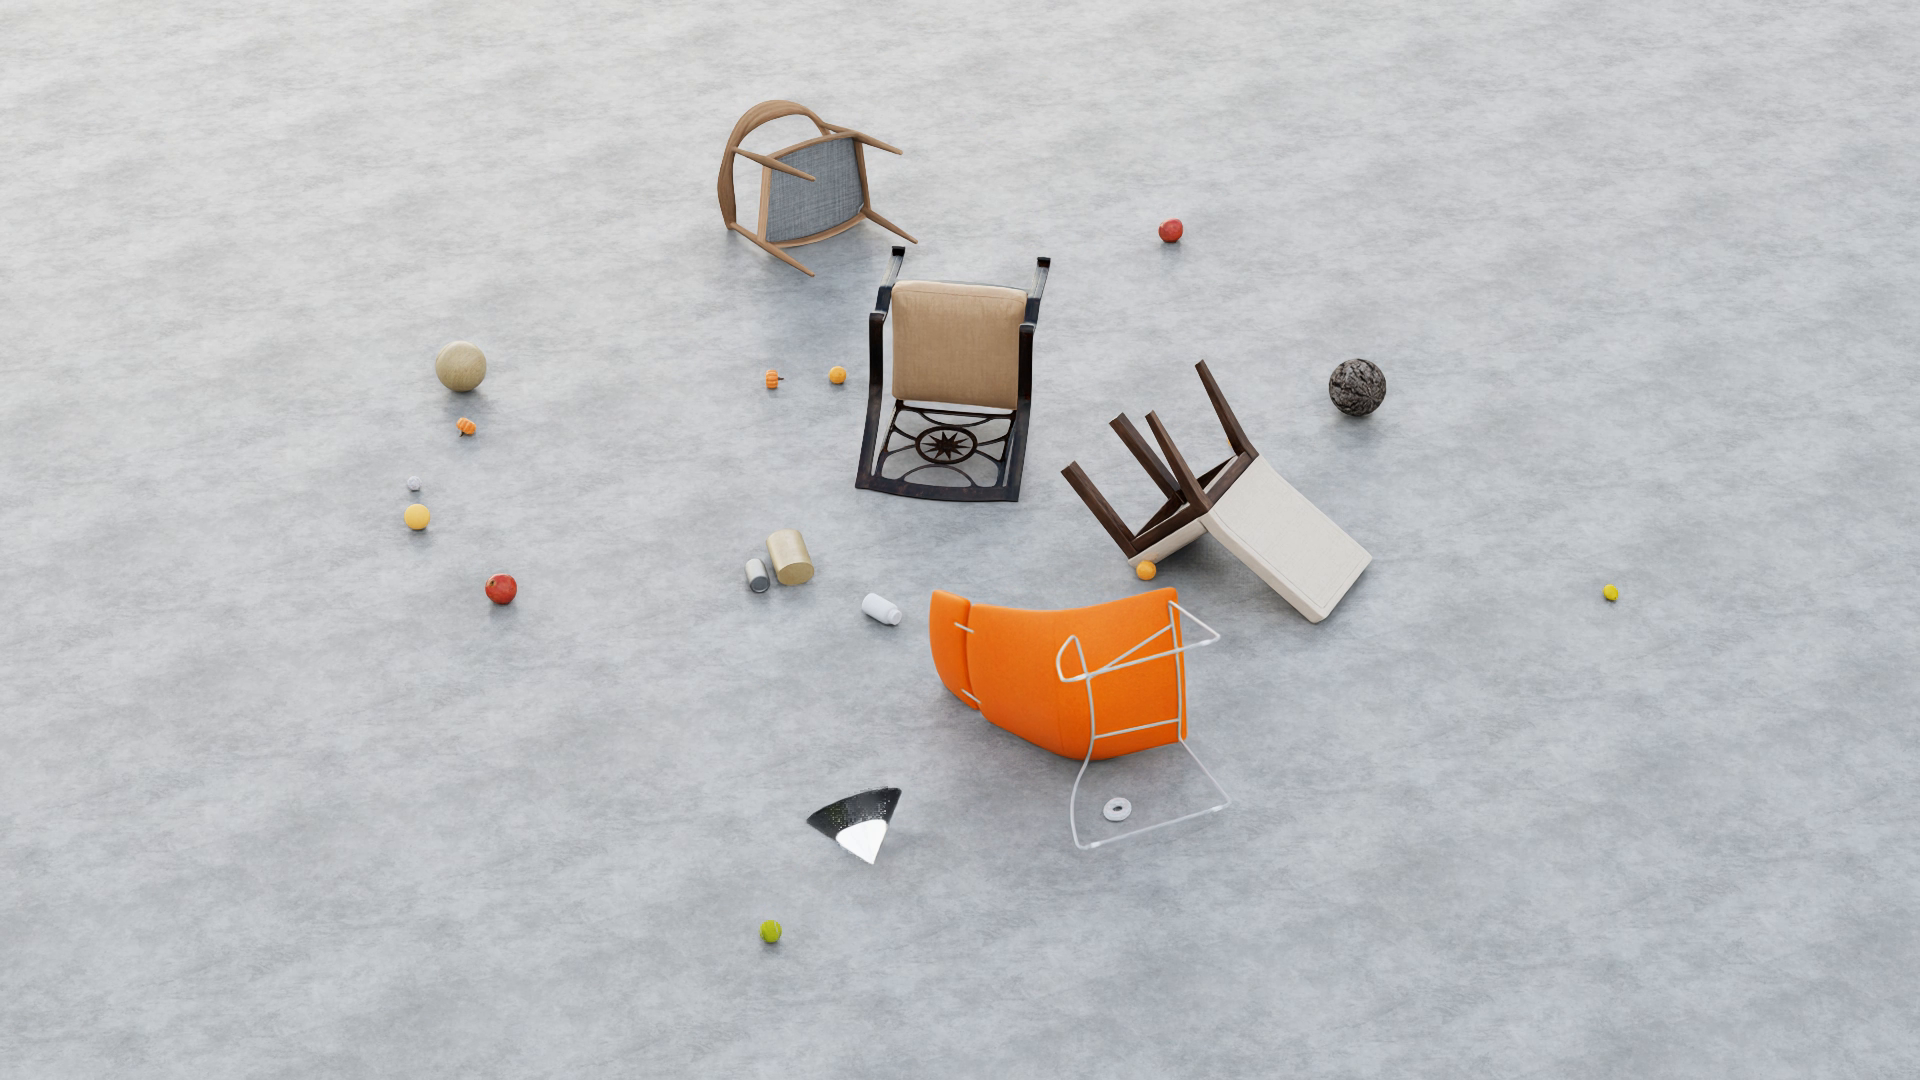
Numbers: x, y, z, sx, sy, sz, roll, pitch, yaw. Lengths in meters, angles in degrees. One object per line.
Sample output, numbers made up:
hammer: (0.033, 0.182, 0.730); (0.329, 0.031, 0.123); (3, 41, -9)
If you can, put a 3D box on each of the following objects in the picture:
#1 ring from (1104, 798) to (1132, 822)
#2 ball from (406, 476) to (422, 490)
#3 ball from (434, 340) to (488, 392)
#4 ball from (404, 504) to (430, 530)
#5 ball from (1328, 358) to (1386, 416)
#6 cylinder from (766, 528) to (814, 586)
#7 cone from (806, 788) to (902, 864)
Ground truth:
ring: (0.515, 0.880, 9.583); (0.089, 0.029, 0.116); (12, 34, 19)
ball: (-2.088, -0.217, 11.222); (0.057, 0.057, 0.057); (0, 33, 0)
ball: (-2.011, -0.701, 11.819); (0.208, 0.208, 0.208); (0, 33, 0)
ball: (-2.034, -0.087, 10.988); (0.097, 0.097, 0.097); (0, 33, 0)
ball: (1.580, -0.607, 11.657); (0.230, 0.230, 0.230); (0, 33, 0)
cylinder: (-0.624, 0.061, 10.764); (0.139, 0.096, 0.230); (-11, 36, -9)
cone: (-0.311, 0.948, 9.404); (0.325, 0.257, 0.202); (-19, 70, 1)
